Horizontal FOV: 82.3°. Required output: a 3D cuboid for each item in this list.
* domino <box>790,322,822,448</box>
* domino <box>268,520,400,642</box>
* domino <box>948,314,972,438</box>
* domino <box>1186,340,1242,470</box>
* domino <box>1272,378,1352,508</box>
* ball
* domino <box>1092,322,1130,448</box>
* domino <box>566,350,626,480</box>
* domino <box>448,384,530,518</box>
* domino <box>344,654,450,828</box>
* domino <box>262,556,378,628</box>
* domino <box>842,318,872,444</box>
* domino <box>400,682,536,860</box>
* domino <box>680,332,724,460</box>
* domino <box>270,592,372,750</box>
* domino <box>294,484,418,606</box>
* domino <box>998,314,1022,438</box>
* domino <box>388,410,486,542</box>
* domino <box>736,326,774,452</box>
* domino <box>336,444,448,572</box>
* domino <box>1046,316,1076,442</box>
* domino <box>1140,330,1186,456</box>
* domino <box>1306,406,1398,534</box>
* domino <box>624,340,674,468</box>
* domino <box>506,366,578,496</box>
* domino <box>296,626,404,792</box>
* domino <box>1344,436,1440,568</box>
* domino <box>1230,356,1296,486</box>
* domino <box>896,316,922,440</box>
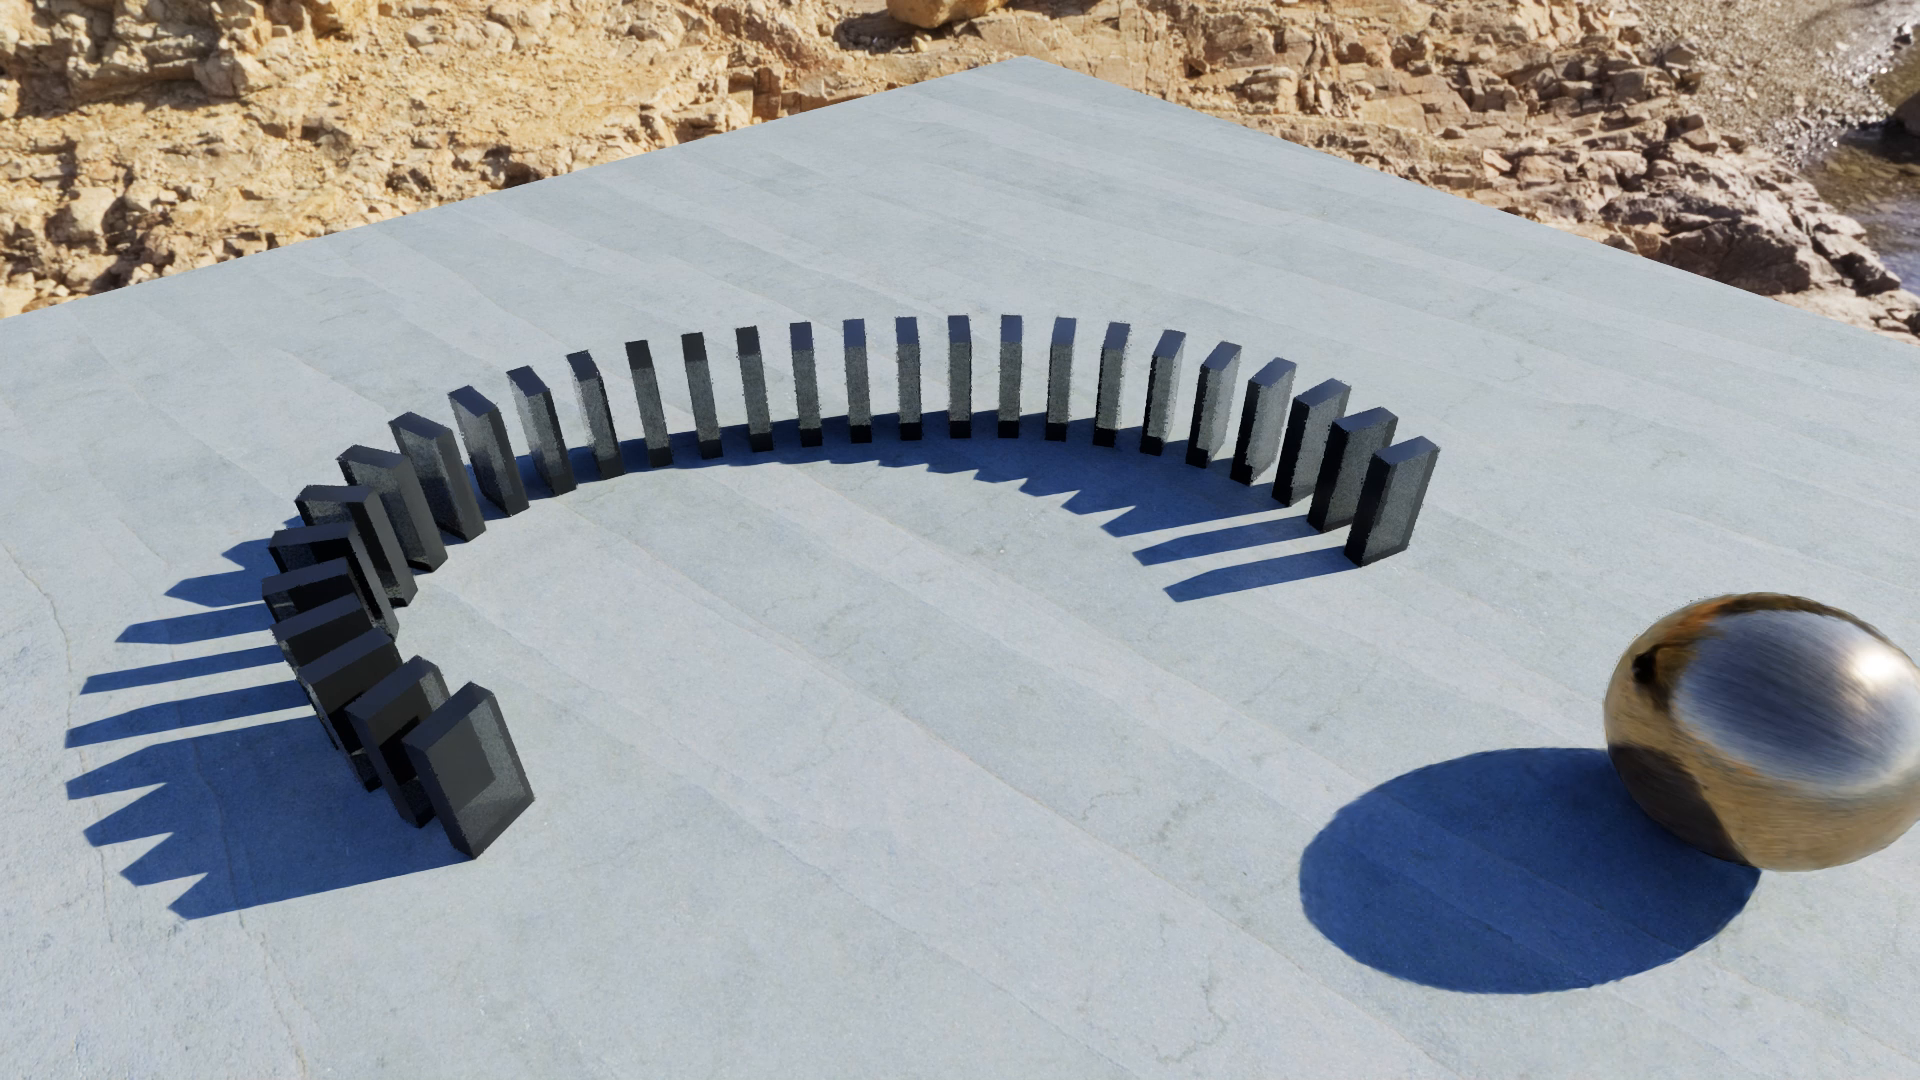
[{"bbox_3d":[-0.069,-0.070,0.497,0.010,0.050,0.025,-5,40,-7],"label":"domino"},{"bbox_3d":[-0.221,0.017,0.390,0.025,0.050,0.010,-8,40,-10],"label":"domino"},{"bbox_3d":[0.000,-0.074,0.502,0.009,0.050,0.025,-2,39,-2],"label":"domino"},{"bbox_3d":[0.111,-0.059,0.484,0.010,0.050,0.025,20,44,23],"label":"domino"},{"bbox_3d":[0.147,-0.040,0.461,0.025,0.050,0.010,-26,46,-29],"label":"domino"},{"bbox_3d":[0.234,0.055,0.320,0.080,0.080,0.080,0,39,0],"label":"ball"},{"bbox_3d":[0.068,-0.070,0.497,0.009,0.050,0.025,9,40,11],"label":"domino"},{"bbox_3d":[-0.158,-0.054,0.477,0.009,0.050,0.025,-19,43,-21],"label":"domino"},{"bbox_3d":[-0.195,-0.036,0.456,0.025,0.050,0.009,32,49,33],"label":"domino"},{"bbox_3d":[-0.165,0.062,0.336,0.010,0.050,0.025,20,43,23],"label":"domino"},{"bbox_3d":[-0.213,0.031,0.374,0.025,0.050,0.009,-18,43,-21],"label":"domino"},{"bbox_3d":[-0.046,-0.072,0.499,0.009,0.050,0.025,-4,39,-5],"label":"domino"},{"bbox_3d":[-0.145,0.069,0.327,0.009,0.050,0.025,18,43,21],"label":"domino"},{"bbox_3d":[-0.115,-0.064,0.489,0.009,0.050,0.025,-9,40,-11],"label":"domino"},{"bbox_3d":[-0.201,0.043,0.359,0.025,0.050,0.009,-27,46,-29],"label":"domino"},{"bbox_3d":[-0.223,0.003,0.408,0.025,0.050,0.009,2,39,2],"label":"domino"},{"bbox_3d":[0.023,-0.074,0.502,0.010,0.050,0.025,2,39,2],"label":"domino"},{"bbox_3d":[-0.209,-0.025,0.442,0.025,0.050,0.009,21,44,24],"label":"domino"},{"bbox_3d":[-0.092,-0.067,0.494,0.009,0.050,0.025,-8,40,-10],"label":"domino"},{"bbox_3d":[-0.219,-0.012,0.426,0.025,0.050,0.009,11,41,14],"label":"domino"},{"bbox_3d":[0.046,-0.073,0.500,0.010,0.050,0.025,6,40,7],"label":"domino"},{"bbox_3d":[0.091,-0.065,0.491,0.010,0.050,0.025,14,41,16],"label":"domino"},{"bbox_3d":[0.159,-0.028,0.445,0.025,0.050,0.010,-17,42,-19],"label":"domino"},{"bbox_3d":[-0.137,-0.060,0.484,0.010,0.050,0.025,-12,41,-15],"label":"domino"},{"bbox_3d":[-0.178,-0.046,0.468,0.009,0.050,0.025,-25,46,-27],"label":"domino"},{"bbox_3d":[-0.184,0.054,0.346,0.010,0.050,0.025,29,47,30],"label":"domino"},{"bbox_3d":[0.168,-0.014,0.429,0.025,0.050,0.009,-18,43,-21],"label":"domino"},{"bbox_3d":[0.130,-0.051,0.473,0.010,0.050,0.025,27,47,29],"label":"domino"},{"bbox_3d":[-0.023,-0.073,0.501,0.009,0.050,0.025,-3,39,-4],"label":"domino"}]
